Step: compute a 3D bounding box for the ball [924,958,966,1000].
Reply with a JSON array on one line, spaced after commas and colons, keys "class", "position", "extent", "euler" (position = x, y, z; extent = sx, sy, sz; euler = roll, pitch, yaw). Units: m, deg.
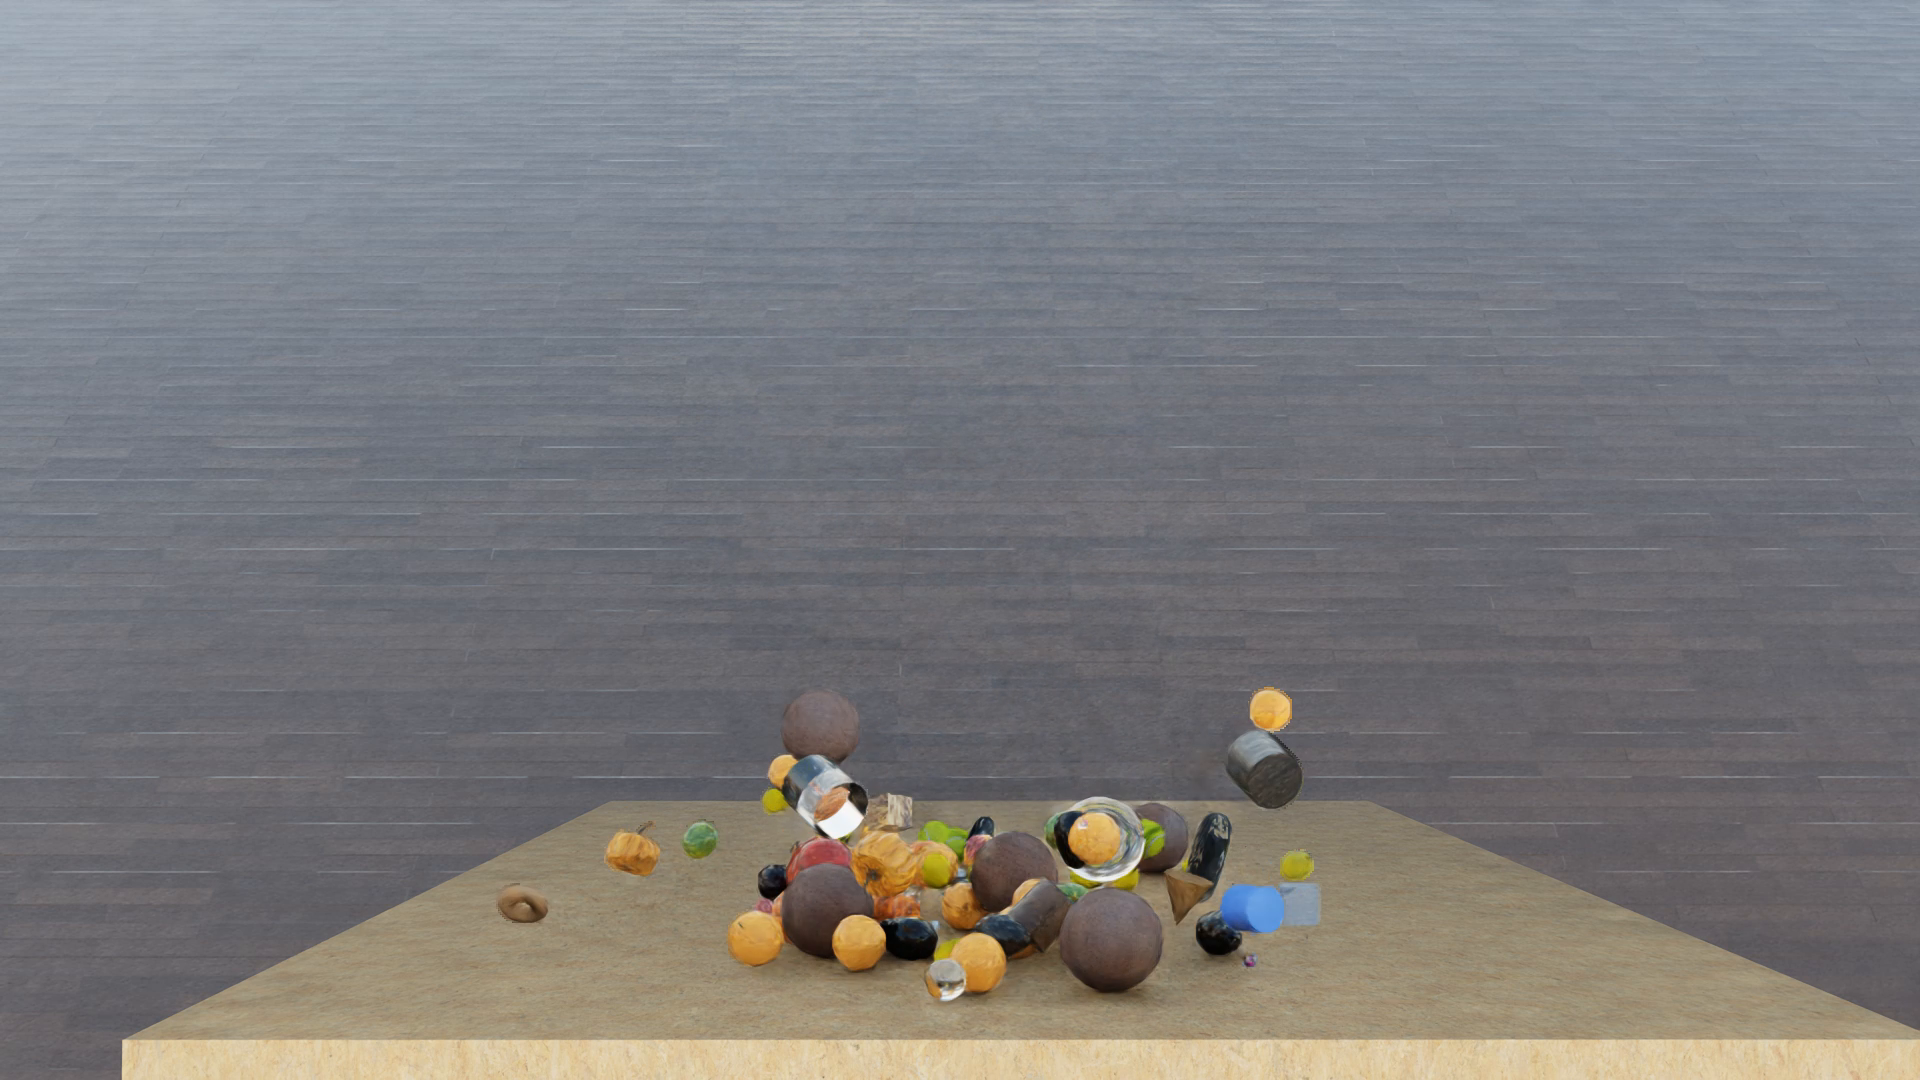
[{"class": "ball", "position": [-0.017, 0.535, 3.163], "extent": [0.051, 0.051, 0.051], "euler": [0, 35, 0]}]

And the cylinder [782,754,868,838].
[{"class": "cylinder", "position": [-0.198, 0.375, 3.806], "extent": [0.091, 0.091, 0.091], "euler": [-21, 36, -27]}]

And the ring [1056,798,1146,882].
[{"class": "ring", "position": [0.227, 0.482, 4.183], "extent": [0.143, 0.048, 0.143], "euler": [1, 63, -2]}]

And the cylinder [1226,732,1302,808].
[{"class": "cylinder", "position": [0.495, 0.375, 4.237], "extent": [0.096, 0.096, 0.096], "euler": [-10, 21, -13]}]

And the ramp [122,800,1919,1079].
[{"class": "ramp", "position": [0.078, 0.669, 4.856], "extent": [2.000, 0.100, 4.000], "euler": [0, -2, 0]}]

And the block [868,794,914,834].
[{"class": "block", "position": [-0.112, 0.442, 4.190], "extent": [0.051, 0.051, 0.051], "euler": [12, 67, -38]}]

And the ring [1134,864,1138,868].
[{"class": "ring", "position": [0.273, 0.598, 4.909], "extent": [0.140, 0.047, 0.140], "euler": [0, -1, 0]}]

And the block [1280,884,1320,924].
[{"class": "block", "position": [0.525, 0.561, 4.010], "extent": [0.057, 0.057, 0.057], "euler": [0, -2, 13]}]

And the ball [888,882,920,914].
[{"class": "ball", "position": [-0.088, 0.568, 4.119], "extent": [0.050, 0.050, 0.050], "euler": [0, 35, 0]}]

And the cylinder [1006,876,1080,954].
[{"class": "cylinder", "position": [0.112, 0.506, 3.509], "extent": [0.073, 0.073, 0.073], "euler": [-45, 49, -11]}]

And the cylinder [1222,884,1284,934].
[{"class": "cylinder", "position": [0.396, 0.499, 3.515], "extent": [0.062, 0.062, 0.062], "euler": [-22, 6, -28]}]

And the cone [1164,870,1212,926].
[{"class": "cone", "position": [0.304, 0.494, 3.549], "extent": [0.069, 0.069, 0.069], "euler": [14, 5, -1]}]

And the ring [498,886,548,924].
[{"class": "ring", "position": [-0.669, 0.558, 3.979], "extent": [0.077, 0.077, 0.026], "euler": [4, 44, 6]}]
